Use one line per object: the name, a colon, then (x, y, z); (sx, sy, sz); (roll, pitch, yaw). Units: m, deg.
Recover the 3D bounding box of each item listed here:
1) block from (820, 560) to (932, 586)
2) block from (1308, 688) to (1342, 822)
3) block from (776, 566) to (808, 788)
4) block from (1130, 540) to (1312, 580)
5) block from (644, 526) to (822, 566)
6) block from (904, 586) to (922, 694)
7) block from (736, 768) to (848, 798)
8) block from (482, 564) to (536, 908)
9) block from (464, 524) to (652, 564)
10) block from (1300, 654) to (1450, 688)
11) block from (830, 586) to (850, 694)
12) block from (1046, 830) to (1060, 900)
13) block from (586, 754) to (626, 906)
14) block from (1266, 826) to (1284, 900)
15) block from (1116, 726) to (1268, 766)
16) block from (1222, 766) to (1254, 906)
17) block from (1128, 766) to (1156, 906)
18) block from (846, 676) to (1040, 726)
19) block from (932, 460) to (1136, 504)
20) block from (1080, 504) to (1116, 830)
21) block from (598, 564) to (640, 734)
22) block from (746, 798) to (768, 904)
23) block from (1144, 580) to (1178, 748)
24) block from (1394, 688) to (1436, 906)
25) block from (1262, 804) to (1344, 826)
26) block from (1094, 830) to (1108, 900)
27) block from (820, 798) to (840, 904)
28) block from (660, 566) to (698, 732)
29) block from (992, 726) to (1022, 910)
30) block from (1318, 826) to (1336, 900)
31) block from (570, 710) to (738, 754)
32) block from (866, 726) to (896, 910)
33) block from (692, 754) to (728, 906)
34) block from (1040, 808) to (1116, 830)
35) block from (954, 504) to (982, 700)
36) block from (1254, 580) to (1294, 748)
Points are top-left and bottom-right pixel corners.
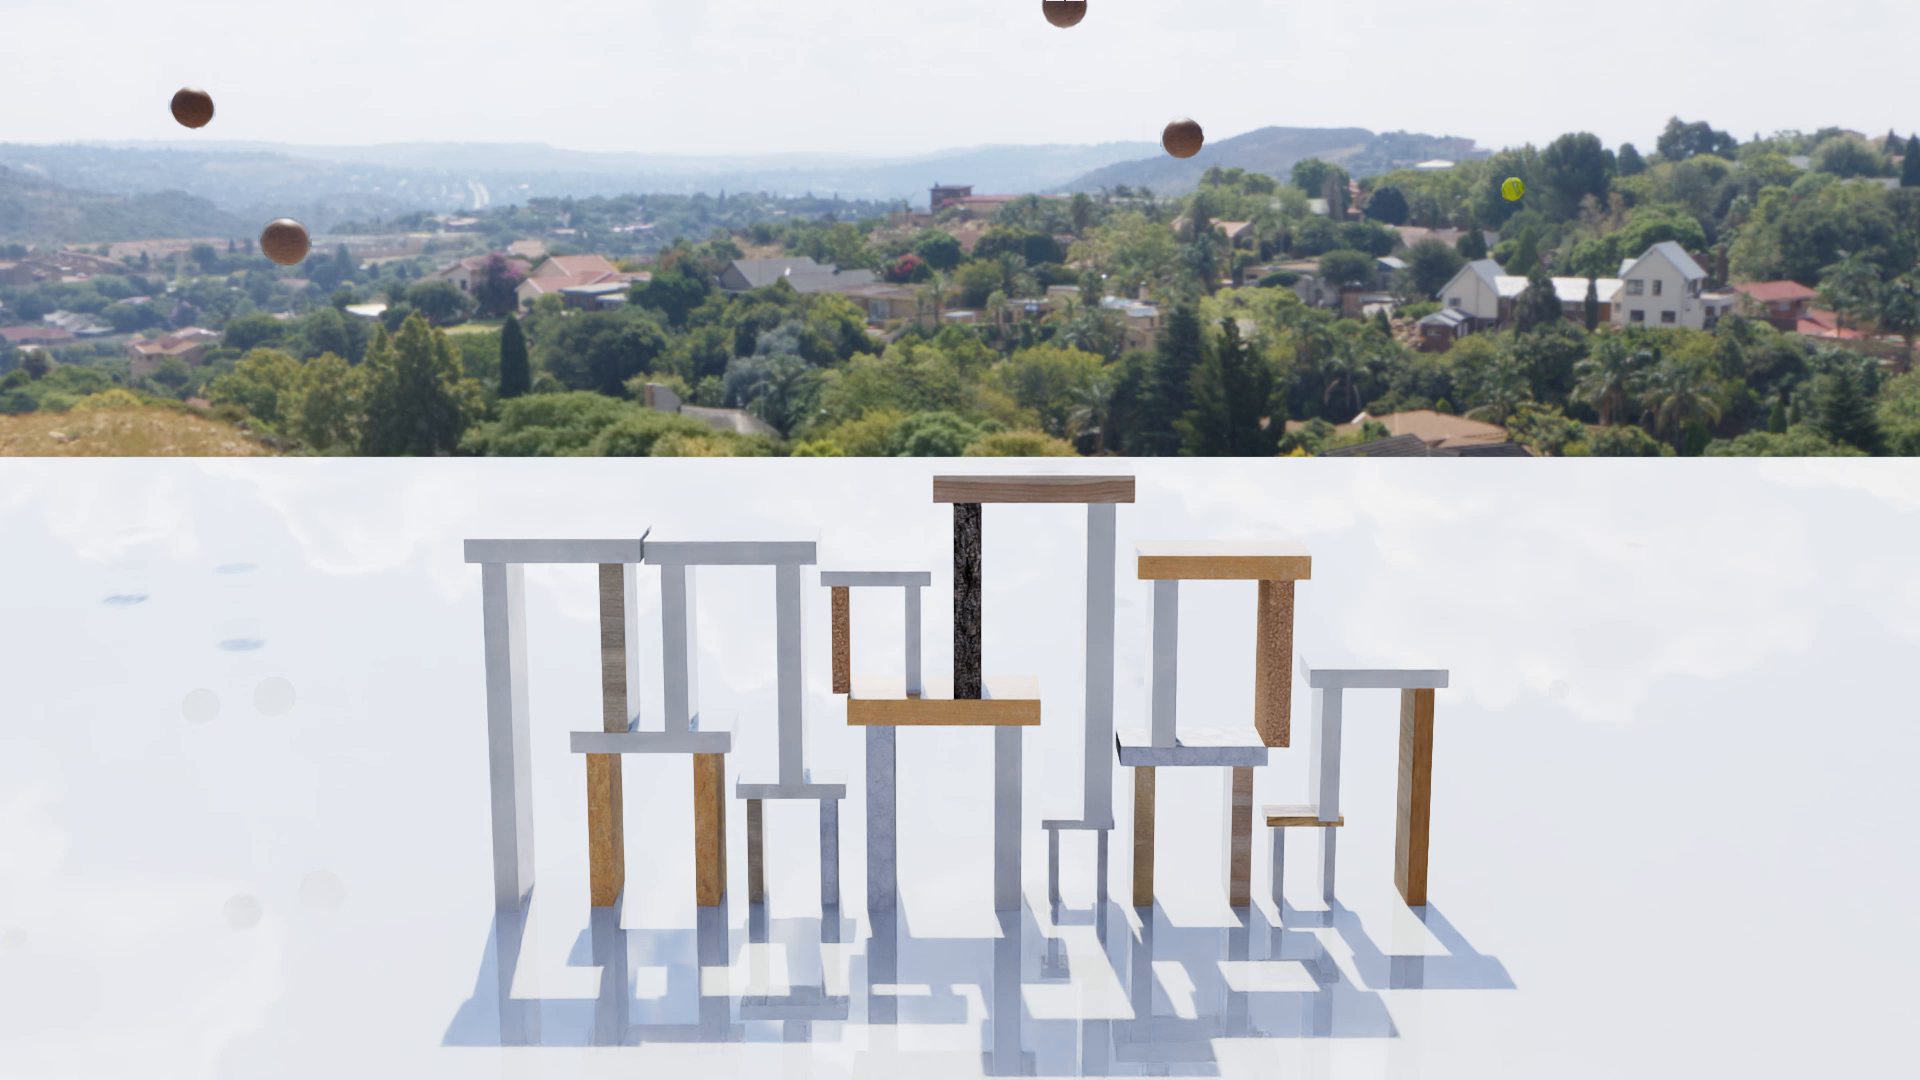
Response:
block: (-0.135, 0.054, 3.566); (0.177, 0.025, 0.089); (0, 11, 0)
block: (0.601, 0.338, 3.619); (0.032, 0.223, 0.112); (0, 11, 0)
block: (-0.274, 0.208, 3.602); (0.039, 0.367, 0.137); (0, 11, 0)
block: (0.421, 0.031, 3.565); (0.276, 0.039, 0.138); (0, 11, 0)
block: (-0.366, 0.008, 3.565); (0.274, 0.039, 0.137); (0, 11, 0)
block: (-0.076, 0.154, 3.585); (0.025, 0.177, 0.089); (0, 11, 0)
block: (-0.276, 0.402, 3.632); (0.179, 0.025, 0.090); (0, 11, 0)
block: (-0.740, 0.308, 3.613); (0.040, 0.576, 0.140); (0, 11, 0)
block: (-0.647, 0.005, 3.557); (0.279, 0.040, 0.140); (0, 11, 0)
block: (0.675, 0.213, 3.595); (0.223, 0.032, 0.112); (0, 11, 0)
block: (-0.194, 0.154, 3.585); (0.025, 0.177, 0.089); (0, 11, 0)
block: (0.155, 0.530, 3.659); (0.017, 0.121, 0.060); (0, 11, 0)
block: (-0.587, 0.462, 3.648); (0.037, 0.260, 0.130); (0, 11, 0)
block: (0.525, 0.528, 3.657); (0.018, 0.127, 0.063); (0, 11, 0)
block: (0.380, 0.339, 3.620); (0.239, 0.034, 0.119); (0, 11, 0)
block: (0.459, 0.473, 3.645); (0.034, 0.239, 0.119); (0, 11, 0)
block: (0.300, 0.473, 3.645); (0.034, 0.239, 0.119); (0, 11, 0)
block: (-0.026, 0.263, 3.606); (0.311, 0.044, 0.156); (0, 11, 0)
block: (0.117, -0.095, 3.540); (0.319, 0.045, 0.159); (0, 11, 1)
block: (0.224, 0.191, 3.593); (0.045, 0.536, 0.159); (0, 11, 0)
block: (-0.554, 0.162, 3.586); (0.040, 0.279, 0.140); (0, 11, 0)
block: (-0.336, 0.502, 3.650); (0.025, 0.179, 0.090); (0, 11, 0)
block: (0.329, 0.187, 3.593); (0.039, 0.276, 0.138); (0, 11, 0)
block: (0.750, 0.410, 3.632); (0.032, 0.368, 0.112); (0, 11, 0)
block: (0.567, 0.457, 3.643); (0.127, 0.018, 0.063); (0, 11, 0)
block: (0.235, 0.530, 3.659); (0.017, 0.121, 0.060); (0, 11, 0)
block: (-0.216, 0.502, 3.650); (0.025, 0.179, 0.090); (0, 11, 0)
block: (-0.457, 0.162, 3.593); (0.039, 0.275, 0.137); (0, 11, 0)
block: (0.078, 0.437, 3.639); (0.044, 0.311, 0.156); (0, 11, 0)
block: (0.610, 0.528, 3.657); (0.018, 0.127, 0.063); (0, 11, 0)
block: (-0.501, 0.316, 3.621); (0.260, 0.037, 0.130); (0, 11, 0)
block: (-0.130, 0.437, 3.639); (0.044, 0.311, 0.156); (0, 11, 0)
block: (-0.414, 0.462, 3.648); (0.037, 0.260, 0.130); (0, 11, 0)
block: (0.195, 0.463, 3.646); (0.121, 0.017, 0.060); (0, 11, 0)
block: (0.012, 0.084, 3.575); (0.045, 0.319, 0.159); (0, 11, 0)
block: (0.513, 0.187, 3.592); (0.039, 0.276, 0.138); (0, 11, 0)
